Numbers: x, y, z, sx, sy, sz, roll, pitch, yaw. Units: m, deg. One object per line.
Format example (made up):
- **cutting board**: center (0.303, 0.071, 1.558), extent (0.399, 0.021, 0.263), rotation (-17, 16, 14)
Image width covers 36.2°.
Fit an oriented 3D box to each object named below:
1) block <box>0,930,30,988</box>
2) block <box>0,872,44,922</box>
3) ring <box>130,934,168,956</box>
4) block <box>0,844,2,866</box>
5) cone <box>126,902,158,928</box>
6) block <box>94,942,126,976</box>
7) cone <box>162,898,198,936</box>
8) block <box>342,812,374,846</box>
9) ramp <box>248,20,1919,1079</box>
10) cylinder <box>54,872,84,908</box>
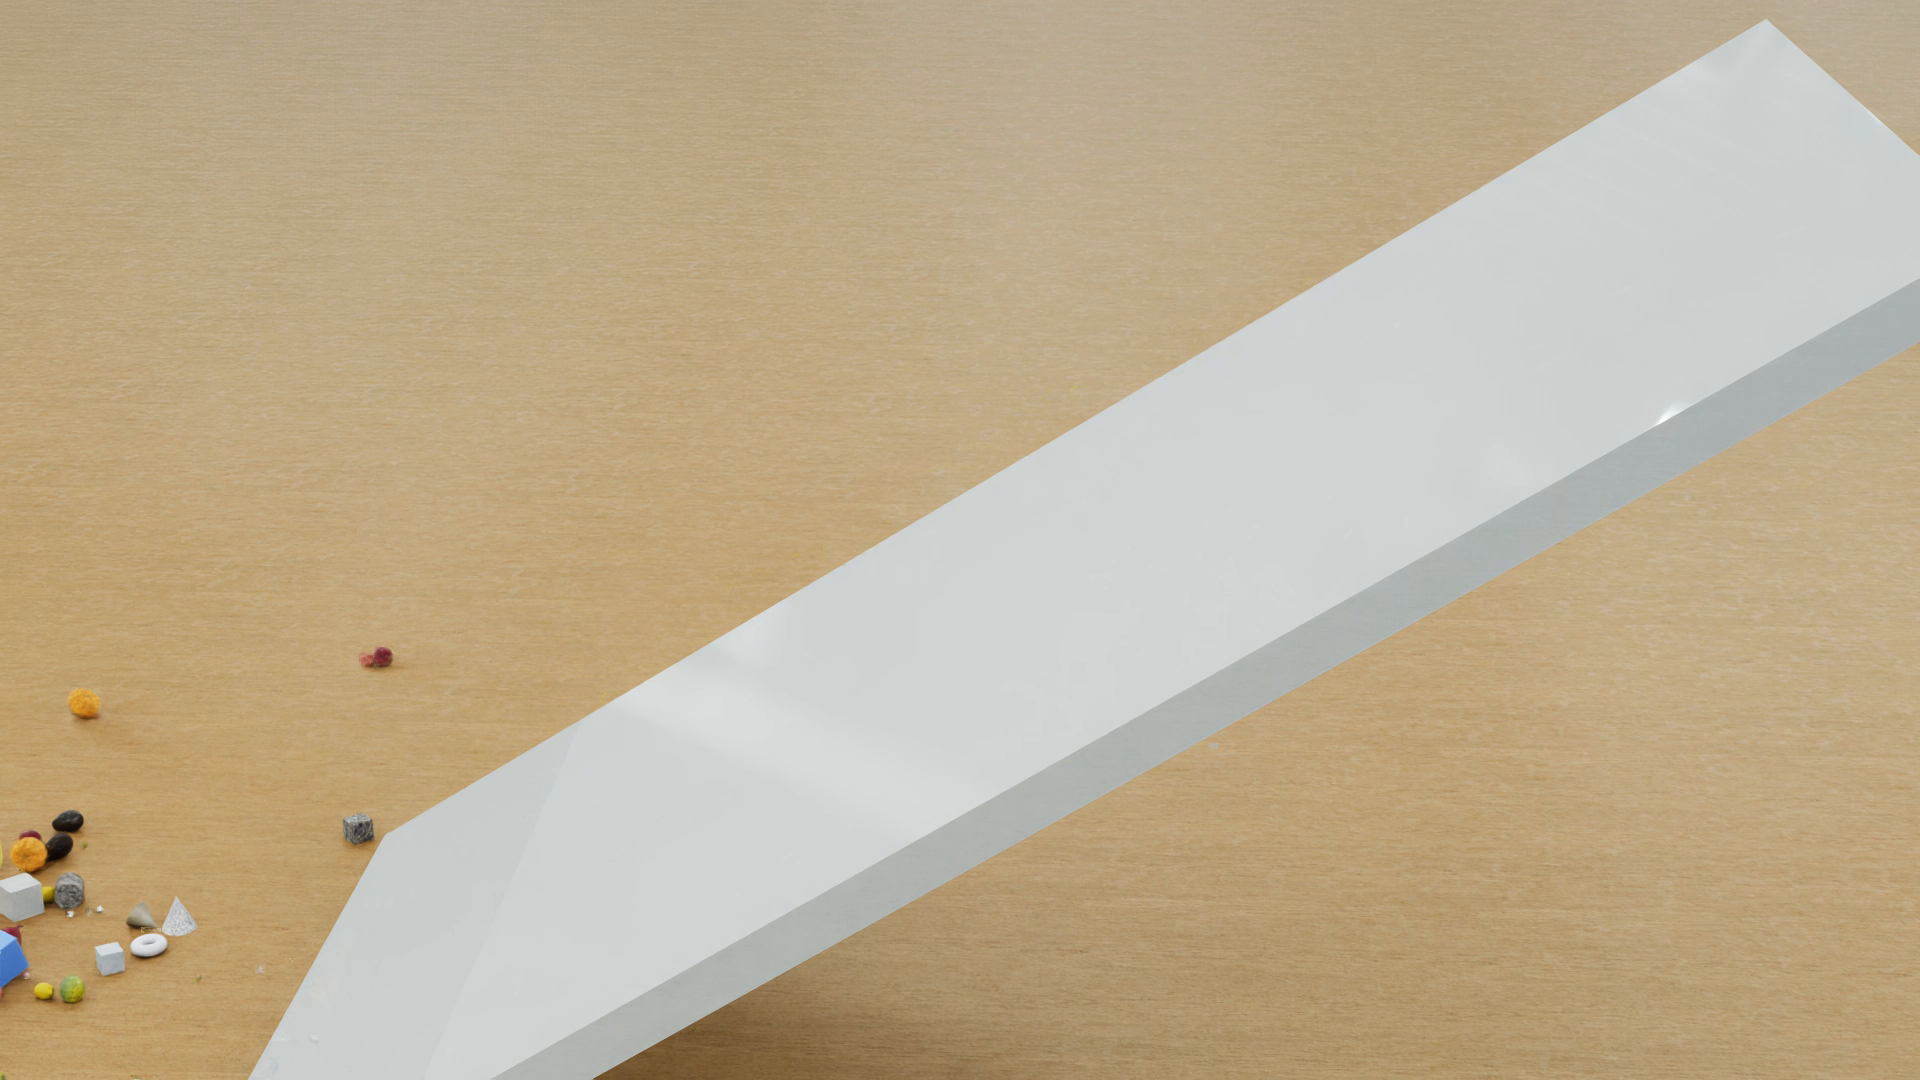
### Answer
- **block**: center (-2.329, 1.010, 7.110), extent (0.092, 0.092, 0.092), rotation (15, 42, 36)
- **block**: center (-2.380, 0.905, 7.447), extent (0.083, 0.083, 0.083), rotation (-18, 26, -40)
- **ring**: center (-2.003, 1.001, 7.261), extent (0.089, 0.030, 0.089), rotation (-1, 20, 1)
- **block**: center (-2.551, 0.819, 7.689), extent (0.077, 0.077, 0.077), rotation (-4, 20, -10)
- **cone**: center (-2.040, 0.956, 7.380), extent (0.071, 0.071, 0.071), rotation (33, 28, 9)
- **block**: center (-2.072, 1.021, 7.170), extent (0.054, 0.054, 0.054), rotation (-11, 23, -28)
- **cone**: center (-1.959, 0.931, 7.367), extent (0.088, 0.088, 0.088), rotation (0, 20, 0)
- **block**: center (-1.606, 0.771, 7.850), extent (0.058, 0.058, 0.058), rotation (-17, 26, -38)
- **ramp**: center (0.140, 0.170, 6.294), extent (4.000, 0.100, 2.000), rotation (-30, 15, 14)
- **cylinder**: center (-2.270, 0.894, 7.496), extent (0.070, 0.070, 0.070), rotation (-6, 30, -16)
